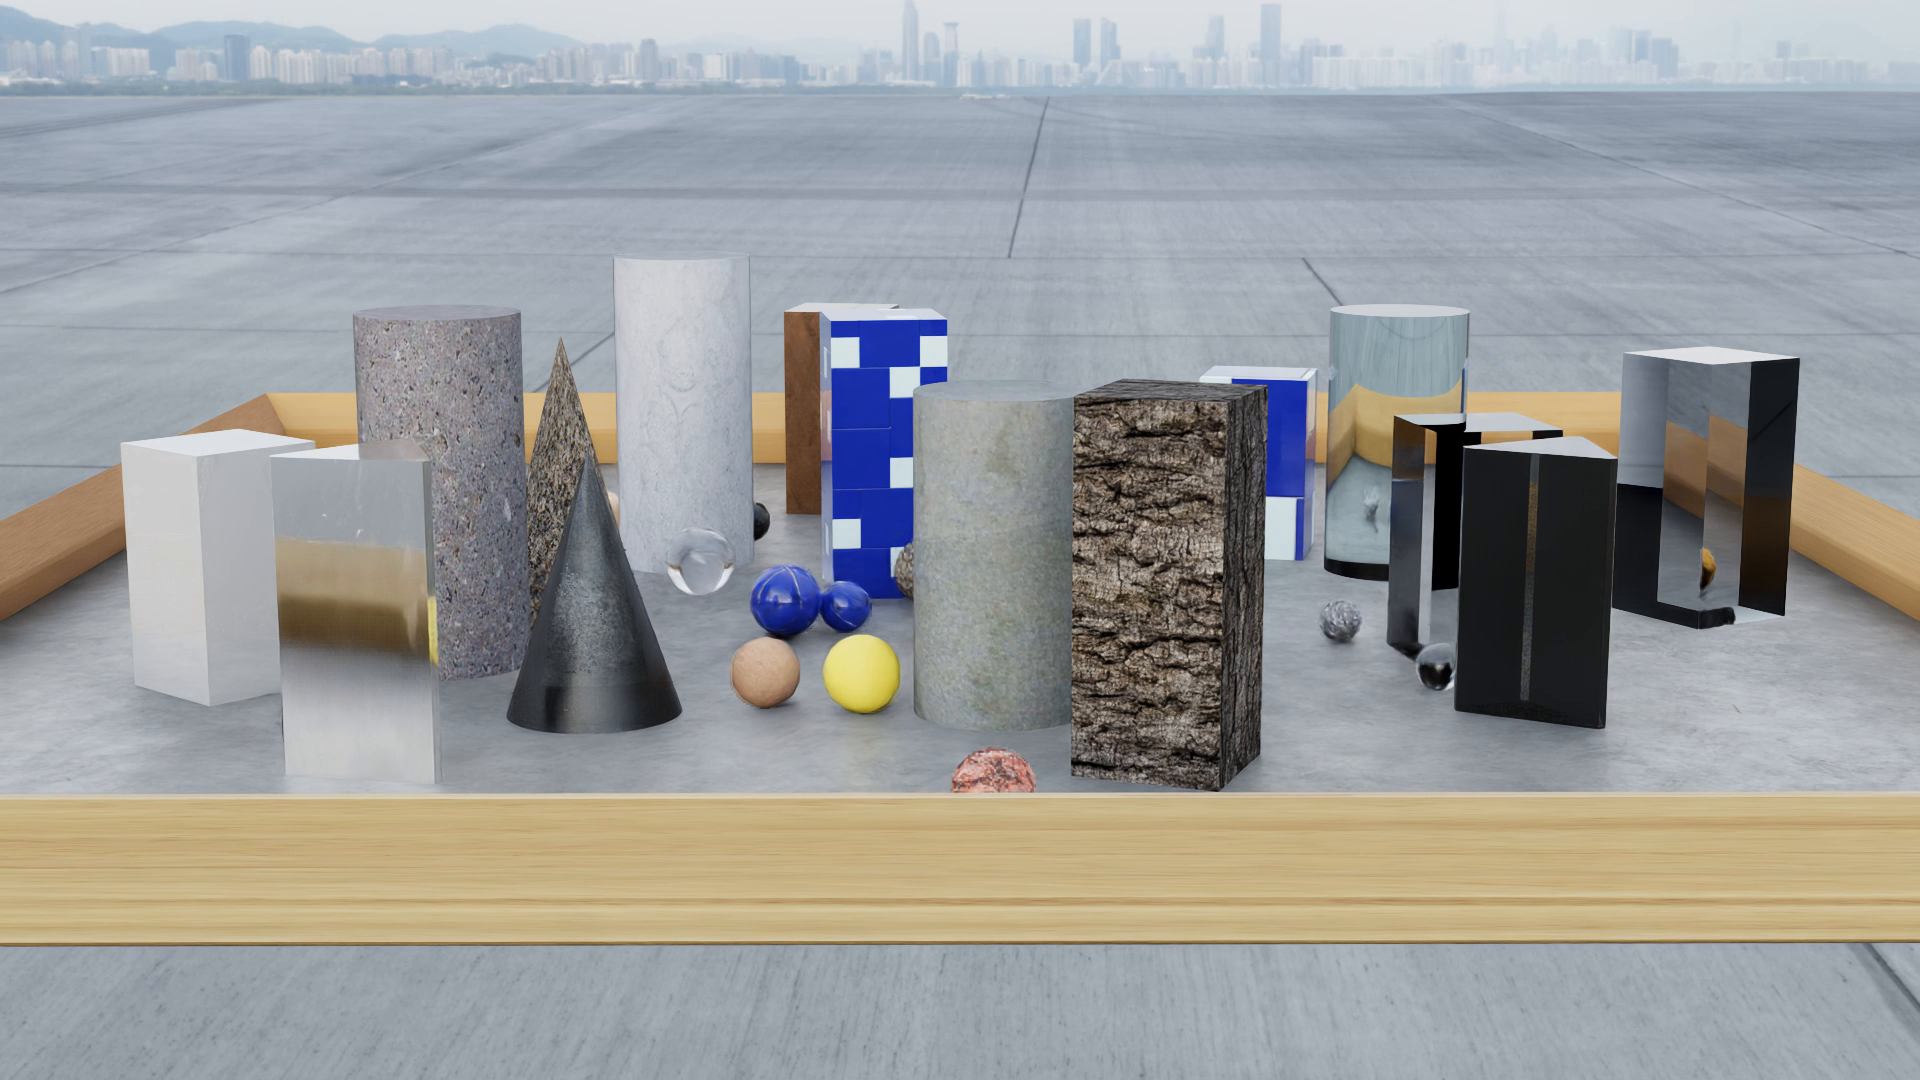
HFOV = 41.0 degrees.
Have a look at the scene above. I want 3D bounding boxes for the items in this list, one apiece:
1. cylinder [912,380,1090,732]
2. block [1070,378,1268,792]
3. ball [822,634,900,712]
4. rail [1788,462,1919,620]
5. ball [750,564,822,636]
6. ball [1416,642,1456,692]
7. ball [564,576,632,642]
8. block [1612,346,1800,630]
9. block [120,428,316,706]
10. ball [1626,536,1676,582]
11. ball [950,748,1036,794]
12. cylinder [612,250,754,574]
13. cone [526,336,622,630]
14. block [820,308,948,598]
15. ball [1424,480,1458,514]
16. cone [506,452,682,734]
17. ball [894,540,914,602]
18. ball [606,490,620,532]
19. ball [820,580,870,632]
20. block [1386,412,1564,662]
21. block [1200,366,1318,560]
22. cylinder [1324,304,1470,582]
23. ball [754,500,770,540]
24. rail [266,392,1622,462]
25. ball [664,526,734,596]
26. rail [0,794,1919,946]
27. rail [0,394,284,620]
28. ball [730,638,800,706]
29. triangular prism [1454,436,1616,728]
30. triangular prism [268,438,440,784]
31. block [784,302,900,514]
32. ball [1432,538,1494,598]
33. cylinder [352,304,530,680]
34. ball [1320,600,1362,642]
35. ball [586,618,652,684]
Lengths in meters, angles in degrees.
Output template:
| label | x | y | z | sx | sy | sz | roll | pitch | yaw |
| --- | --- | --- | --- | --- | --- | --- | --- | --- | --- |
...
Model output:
| label | x | y | z | sx | sy | sz | roll | pitch | yaw |
| --- | --- | --- | --- | --- | --- | --- | --- | --- | --- |
| cylinder | 0.047 | 0.013 | 2.907 | 0.199 | 0.368 | 0.199 | 0 | 10 | 0 |
| block | 0.219 | 0.042 | 2.672 | 0.159 | 0.397 | 0.159 | 4 | 11 | 21 |
| ball | -0.112 | 0.152 | 2.923 | 0.089 | 0.089 | 0.089 | 0 | 10 | 0 |
| rail | 1.252 | 0.032 | 3.456 | 0.045 | 0.129 | 2.661 | 0 | 10 | 0 |
| ball | -0.225 | 0.078 | 3.313 | 0.093 | 0.093 | 0.093 | 0 | 10 | 0 |
| ball | 0.566 | 0.149 | 3.024 | 0.058 | 0.058 | 0.058 | 0 | 10 | 0 |
| ball | -0.460 | 0.089 | 3.270 | 0.086 | 0.086 | 0.086 | 0 | 10 | 0 |
| block | 0.995 | -0.074 | 3.432 | 0.159 | 0.348 | 0.159 | -6 | 12 | -29 |
| block | -0.871 | 0.028 | 3.037 | 0.159 | 0.291 | 0.159 | 9 | 14 | 41 |
| ball | 0.986 | 0.027 | 3.661 | 0.067 | 0.067 | 0.067 | 0 | 10 | 0 |
| ball | 0.032 | 0.240 | 2.468 | 0.081 | 0.081 | 0.081 | 0 | 10 | 0 |
| cylinder | -0.406 | -0.192 | 3.782 | 0.199 | 0.453 | 0.199 | 0 | 10 | 0 |
| cone | -0.525 | -0.084 | 3.405 | 0.199 | 0.379 | 0.199 | 0 | 10 | 0 |
| block | -0.108 | -0.123 | 3.596 | 0.159 | 0.386 | 0.159 | -2 | 11 | -8 |
| ball | 0.789 | -0.069 | 4.211 | 0.056 | 0.056 | 0.056 | 0 | 10 | 0 |
| cone | -0.417 | 0.048 | 2.901 | 0.199 | 0.302 | 0.199 | 0 | 10 | 0 |
| ball | -0.044 | 0.042 | 3.507 | 0.092 | 0.092 | 0.092 | 0 | 10 | 0 |
| ball | -0.553 | -0.030 | 3.876 | 0.100 | 0.100 | 0.100 | 0 | 10 | 0 |
| ball | -0.150 | 0.086 | 3.340 | 0.067 | 0.067 | 0.067 | 0 | 10 | 0 |
| block | 0.636 | -0.001 | 3.186 | 0.159 | 0.294 | 0.159 | -2 | 11 | -9 |
| block | 0.452 | -0.119 | 3.894 | 0.159 | 0.270 | 0.159 | 2 | 11 | 13 |
| cylinder | 0.634 | -0.144 | 3.729 | 0.199 | 0.379 | 0.199 | 0 | 10 | 0 |
| ball | -0.326 | -0.030 | 3.976 | 0.064 | 0.064 | 0.064 | 0 | 10 | 0 |
| rail | -0.008 | -0.204 | 4.733 | 2.552 | 0.129 | 0.045 | 0 | 10 | 0 |
| ball | -0.362 | 0.029 | 3.568 | 0.096 | 0.096 | 0.096 | 0 | 10 | 0 |
| rail | 0.008 | 0.271 | 2.164 | 2.552 | 0.129 | 0.045 | 0 | 10 | 0 |
| rail | -1.252 | 0.035 | 3.442 | 0.045 | 0.129 | 2.661 | 0 | 10 | 0 |
| ball | -0.223 | 0.152 | 2.949 | 0.080 | 0.080 | 0.080 | 0 | 10 | 0 |
| triangular prism | 0.678 | 0.041 | 2.932 | 0.172 | 0.304 | 0.149 | 6 | 12 | 30 |
| triangular prism | -0.604 | 0.069 | 2.696 | 0.172 | 0.335 | 0.149 | 2 | 11 | 12 |
| block | -0.194 | -0.219 | 4.256 | 0.159 | 0.333 | 0.159 | 2 | 11 | 10 |
| ball | 0.696 | 0.038 | 3.550 | 0.085 | 0.085 | 0.085 | 0 | 10 | 0 |
| cylinder | -0.631 | -0.062 | 3.136 | 0.199 | 0.433 | 0.199 | 0 | 10 | 0 |
| ball | 0.487 | 0.103 | 3.284 | 0.054 | 0.054 | 0.054 | 0 | 10 | 0 |
| ball | -0.407 | 0.132 | 3.058 | 0.079 | 0.079 | 0.079 | 0 | 10 | 0 |
